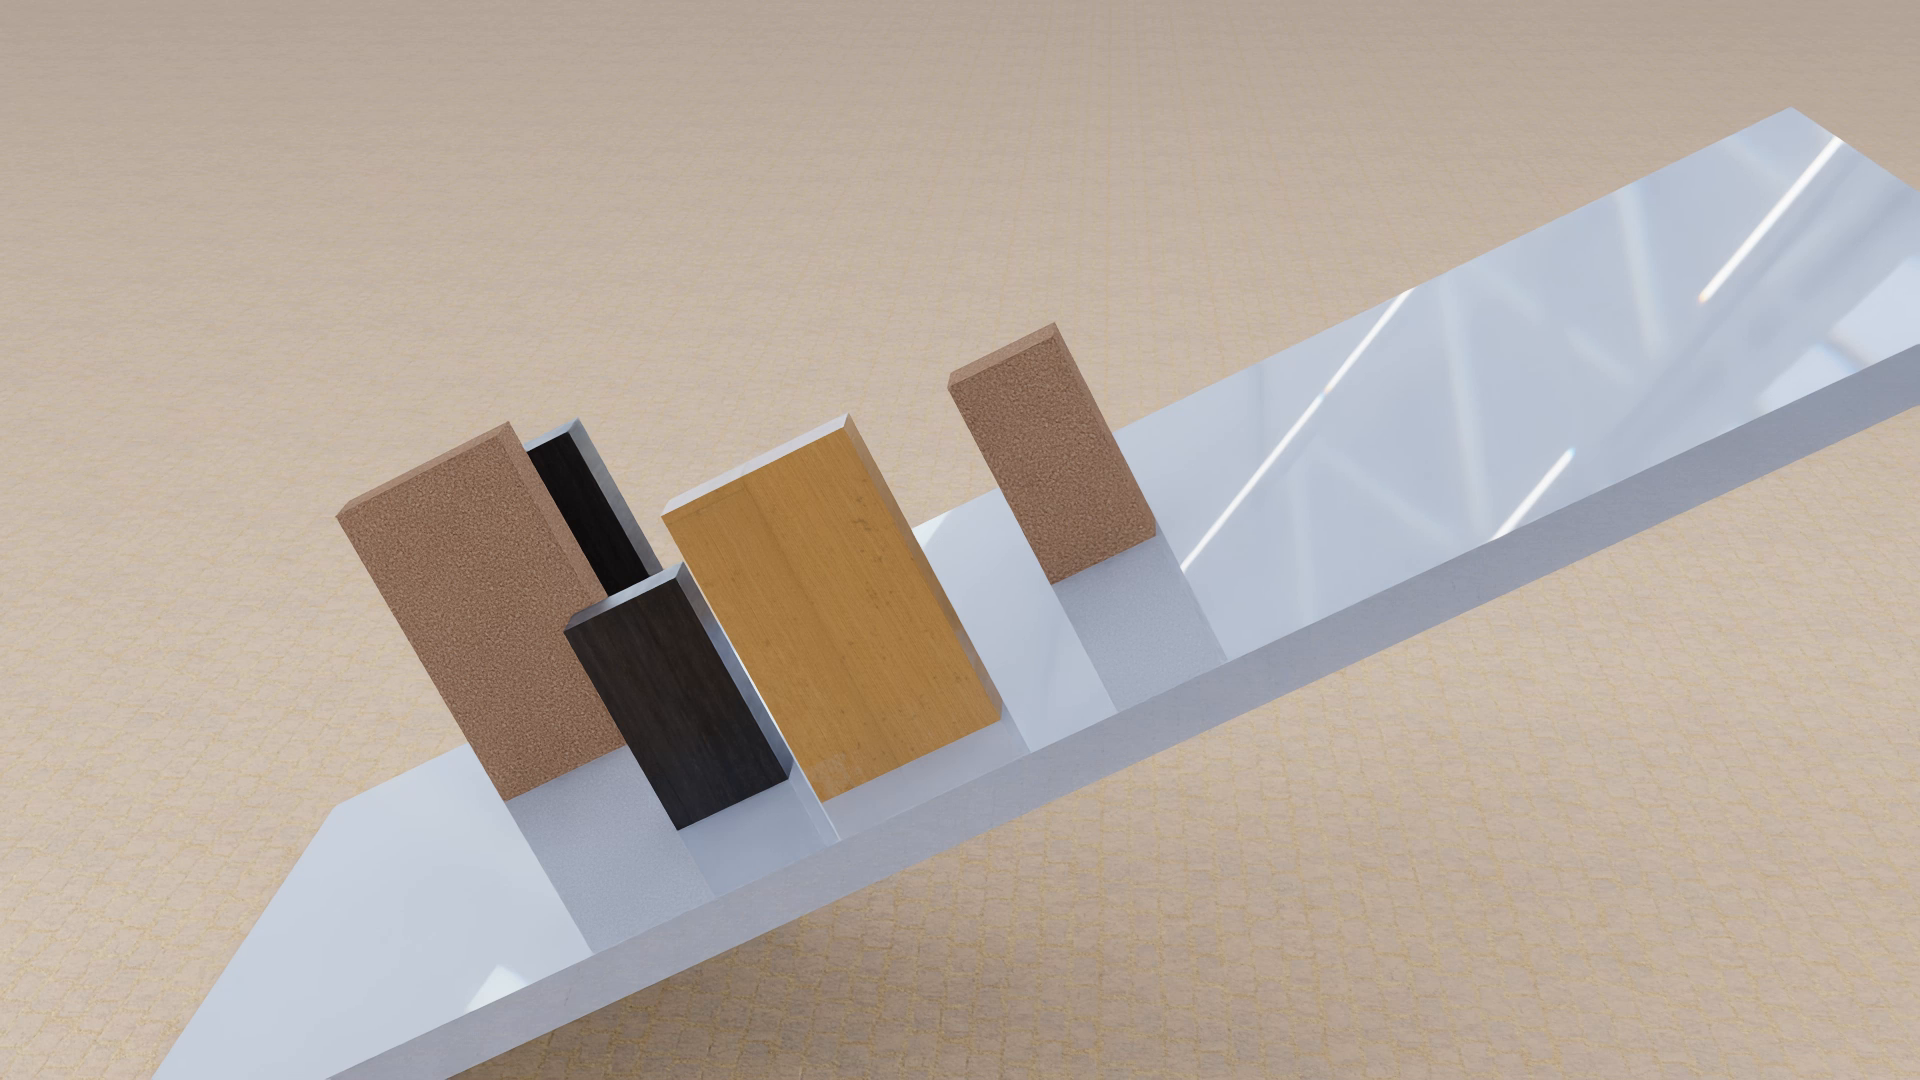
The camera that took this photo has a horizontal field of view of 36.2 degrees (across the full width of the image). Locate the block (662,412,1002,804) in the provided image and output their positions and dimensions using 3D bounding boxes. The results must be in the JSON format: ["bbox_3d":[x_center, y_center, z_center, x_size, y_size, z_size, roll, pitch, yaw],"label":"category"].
[{"bbox_3d":[-0.238,0.132,5.572,0.386,0.639,0.109,-26,14,10],"label":"block"}]

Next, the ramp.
[{"bbox_3d":[0.139,0.168,6.281,4.000,0.100,2.000,-26,14,10],"label":"ramp"}]

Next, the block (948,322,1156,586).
[{"bbox_3d":[0.196,-0.182,6.211,0.247,0.481,0.134,-26,14,10],"label":"block"}]

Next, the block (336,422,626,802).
[{"bbox_3d":[-1.036,0.168,6.714,0.423,0.768,0.126,-26,14,10],"label":"block"}]

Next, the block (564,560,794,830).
[{"bbox_3d":[-0.561,0.314,5.893,0.255,0.471,0.109,-26,14,10],"label":"block"}]

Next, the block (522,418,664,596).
[{"bbox_3d":[-0.926,0.084,7.050,0.364,0.654,0.135,-26,14,10],"label":"block"}]
